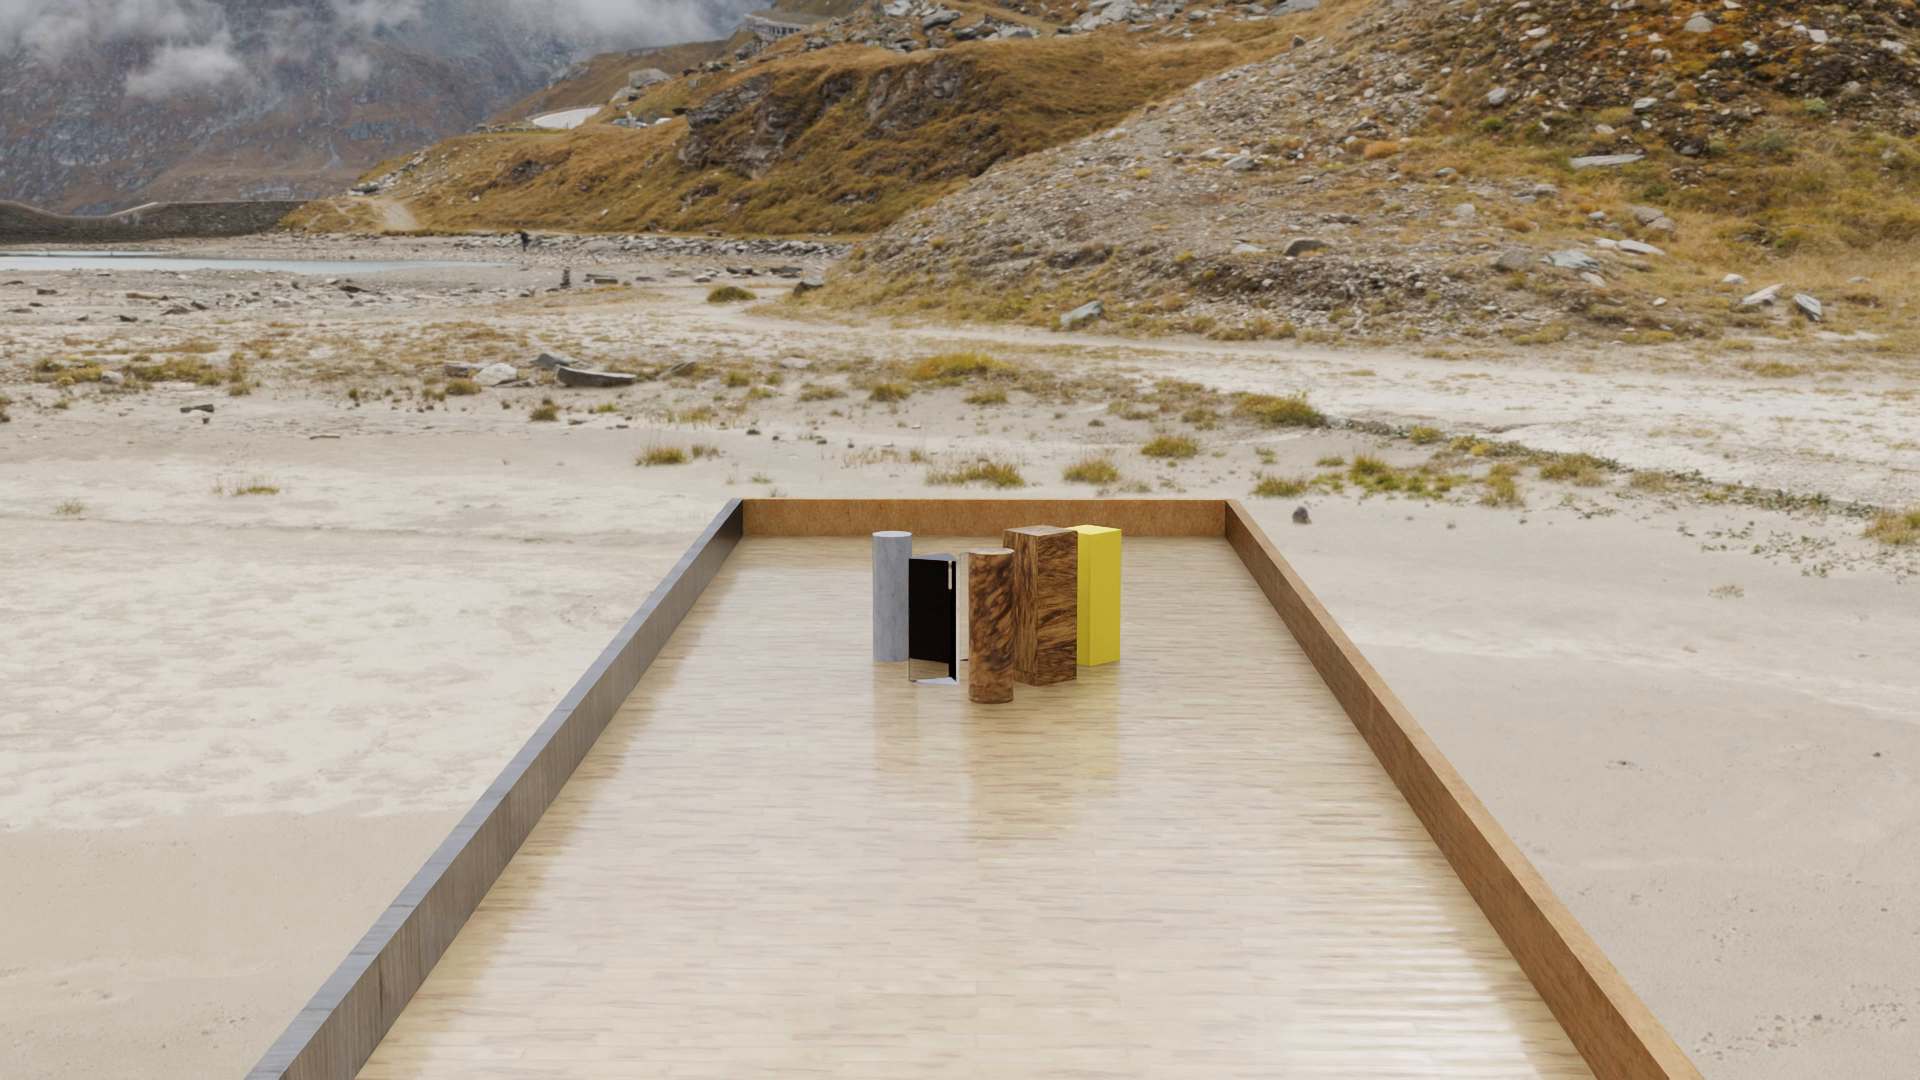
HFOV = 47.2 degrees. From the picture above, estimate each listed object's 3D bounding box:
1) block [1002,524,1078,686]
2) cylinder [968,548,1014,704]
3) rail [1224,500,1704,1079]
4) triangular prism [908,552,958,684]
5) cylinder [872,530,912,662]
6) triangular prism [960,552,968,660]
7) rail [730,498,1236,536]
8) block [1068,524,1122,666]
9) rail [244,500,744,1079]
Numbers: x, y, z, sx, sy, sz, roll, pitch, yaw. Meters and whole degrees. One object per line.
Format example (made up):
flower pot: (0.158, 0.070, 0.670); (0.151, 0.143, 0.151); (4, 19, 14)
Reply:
block: (0.233, 0.189, 6.416); (0.154, 0.440, 0.154); (-7, 12, -39)
cylinder: (0.087, 0.239, 6.151); (0.127, 0.423, 0.127); (0, 9, 0)
rail: (1.046, 0.843, 3.208); (0.050, 0.150, 12.000); (0, 9, 1)
triangular prism: (-0.057, 0.226, 6.422); (0.151, 0.363, 0.131); (3, 10, 19)
cylinder: (-0.206, 0.171, 6.701); (0.120, 0.384, 0.120); (0, 9, 0)
triangular prism: (0.086, 0.197, 6.713); (0.145, 0.330, 0.125); (3, 9, 16)
rail: (0.099, -0.098, 9.147); (2.100, 0.150, 0.050); (0, 9, 1)
block: (0.389, 0.167, 6.678); (0.139, 0.401, 0.139); (9, 13, 44)
rail: (-1.004, 0.839, 3.234); (0.050, 0.150, 12.000); (0, 9, 1)
